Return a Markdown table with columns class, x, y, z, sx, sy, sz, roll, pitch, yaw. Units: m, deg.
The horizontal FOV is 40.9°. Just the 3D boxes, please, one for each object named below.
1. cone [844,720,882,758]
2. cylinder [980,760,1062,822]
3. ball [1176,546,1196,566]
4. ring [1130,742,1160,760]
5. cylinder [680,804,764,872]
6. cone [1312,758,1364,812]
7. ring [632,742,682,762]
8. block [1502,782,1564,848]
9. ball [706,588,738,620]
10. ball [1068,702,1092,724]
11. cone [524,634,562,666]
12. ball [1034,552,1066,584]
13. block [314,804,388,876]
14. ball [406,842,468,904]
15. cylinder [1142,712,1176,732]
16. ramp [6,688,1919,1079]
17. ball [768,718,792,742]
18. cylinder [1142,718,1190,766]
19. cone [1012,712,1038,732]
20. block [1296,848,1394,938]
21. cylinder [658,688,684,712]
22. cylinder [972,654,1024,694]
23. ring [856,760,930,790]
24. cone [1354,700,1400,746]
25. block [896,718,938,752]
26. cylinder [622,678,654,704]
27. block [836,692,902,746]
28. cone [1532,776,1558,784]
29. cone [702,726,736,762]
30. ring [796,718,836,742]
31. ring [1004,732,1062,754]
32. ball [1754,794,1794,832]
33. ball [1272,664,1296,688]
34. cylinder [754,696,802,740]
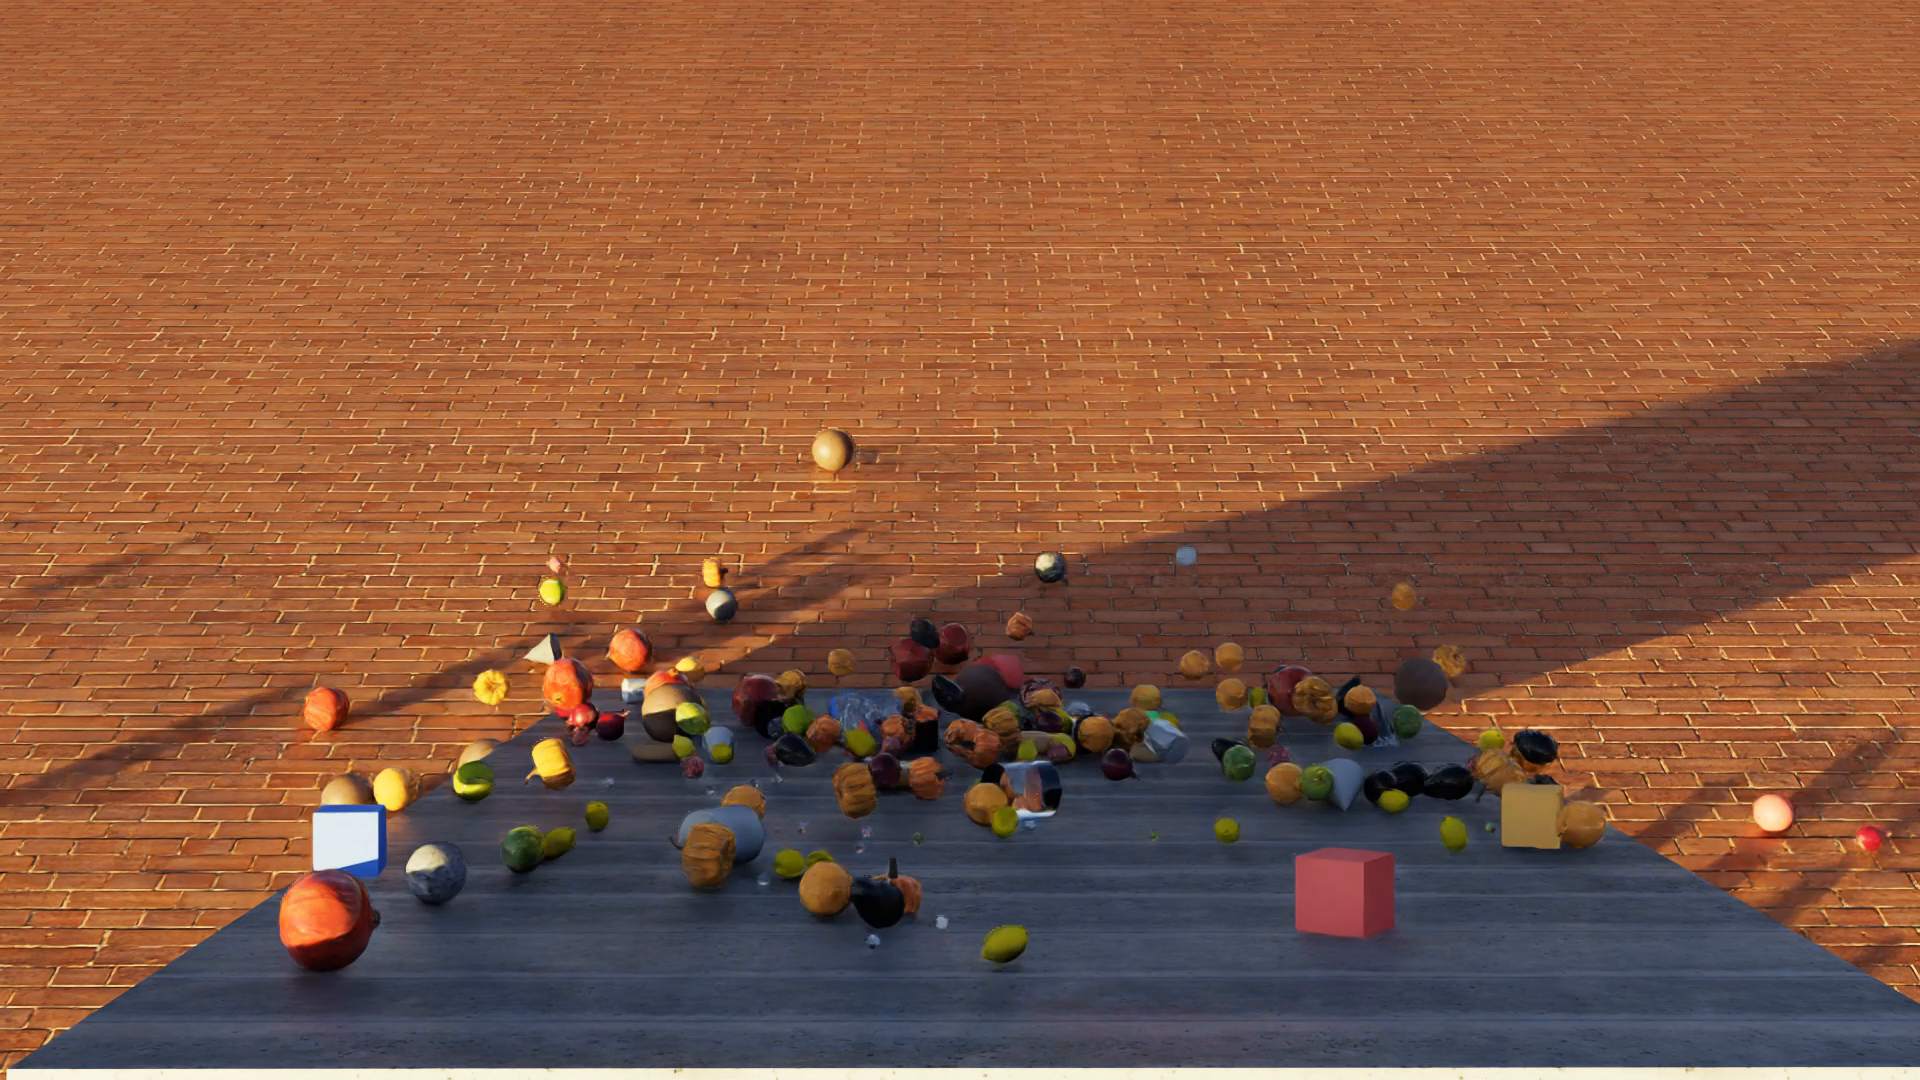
| class | x | y | z | sx | sy | sz | roll | pitch | yaw |
| --- | --- | --- | --- | --- | --- | --- | --- | --- | --- |
| cone | -0.195 | 0.392 | 5.132 | 0.075 | 0.075 | 0.075 | 0 | 2 | 0 |
| cylinder | 0.100 | 0.412 | 4.240 | 0.096 | 0.096 | 0.096 | -1 | 21 | -34 |
| ball | 0.654 | 0.047 | 7.439 | 0.060 | 0.060 | 0.060 | 0 | 24 | 0 |
| ring | 0.378 | 0.417 | 5.076 | 0.088 | 0.029 | 0.088 | -1 | 3 | 0 |
| cylinder | -0.349 | 0.435 | 3.766 | 0.087 | 0.087 | 0.087 | 18 | 12 | 34 |
| cone | 0.649 | 0.435 | 4.383 | 0.092 | 0.092 | 0.092 | 0 | 29 | 0 |
| ring | -0.597 | 0.416 | 5.068 | 0.098 | 0.033 | 0.098 | 1 | 1 | 0 |
| block | 0.887 | 0.427 | 3.991 | 0.087 | 0.087 | 0.087 | 1 | 2 | 17 |
| ball | -0.657 | 0.178 | 7.114 | 0.086 | 0.086 | 0.086 | 0 | 24 | 0 |
| ball | 0.265 | 0.384 | 5.708 | 0.050 | 0.050 | 0.050 | 0 | 24 | 0 |
| cone | -1.119 | 0.303 | 6.853 | 0.093 | 0.093 | 0.093 | -14 | 24 | 6 |
| ball | 0.257 | 0.079 | 7.334 | 0.088 | 0.088 | 0.088 | 0 | 24 | 0 |
| block | -0.884 | 0.435 | 3.735 | 0.091 | 0.091 | 0.091 | 0 | 2 | -5 |
| ball | -0.706 | 0.449 | 3.475 | 0.081 | 0.081 | 0.081 | 0 | 24 | 0 |
| cylinder | 0.419 | 0.389 | 5.414 | 0.057 | 0.057 | 0.057 | 2 | 23 | 19 |
| ramp | 0.055 | 0.501 | 4.547 | 2.000 | 0.100 | 4.000 | 0 | 2 | 0 |
| ball | -0.379 | 0.396 | 5.390 | 0.050 | 0.050 | 0.050 | 0 | 24 | 0 |
| cylinder | 0.384 | 0.374 | 4.783 | 0.063 | 0.063 | 0.063 | -16 | 43 | -32 |
| cone | 0.132 | 0.403 | 5.536 | 0.051 | 0.051 | 0.051 | -25 | 22 | 9 |
| block | 0.492 | 0.449 | 3.289 | 0.094 | 0.094 | 0.094 | 1 | 2 | 34 |
| cylinder | -0.663 | 0.367 | 5.908 | 0.052 | 0.052 | 0.052 | -6 | 25 | -14 |
| cylinder | 0.096 | 0.335 | 6.460 | 0.093 | 0.093 | 0.093 | 21 | 15 | 39 |
| ring | -0.122 | 0.425 | 4.657 | 0.134 | 0.045 | 0.134 | 0 | 1 | 0 |
| cone | 0.862 | 0.375 | 5.323 | 0.095 | 0.095 | 0.095 | 0 | 2 | 0 |
| block | -0.086 | 0.396 | 5.232 | 0.060 | 0.060 | 0.060 | -2 | 3 | -42 |
| cylinder | -0.772 | 0.362 | 6.173 | 0.060 | 0.060 | 0.060 | -1 | 23 | -23 |
| block | -0.190 | 0.373 | 5.352 | 0.098 | 0.098 | 0.098 | -1 | 2 | -33 |
| cone | 0.978 | 0.442 | 4.364 | 0.065 | 0.065 | 0.065 | 20 | 32 | 37 |
| cone | -0.481 | 0.416 | 5.074 | 0.072 | 0.072 | 0.072 | 2 | 29 | 5 |
| ring | -0.294 | 0.399 | 5.398 | 0.100 | 0.033 | 0.100 | -4 | 11 | 1 |
| ring | 0.146 | 0.408 | 5.192 | 0.117 | 0.039 | 0.117 | 1 | 1 | 0 |
| ball | 1.918 | 0.642 | 6.070 | 0.092 | 0.092 | 0.092 | 0 | 24 | 0 |
| ball | 0.825 | 0.348 | 6.561 | 0.060 | 0.060 | 0.060 | 0 | 24 | 0 |
| cylinder | -0.384 | 0.377 | 5.459 | 0.083 | 0.083 | 0.083 | 6 | 3 | 13 |
